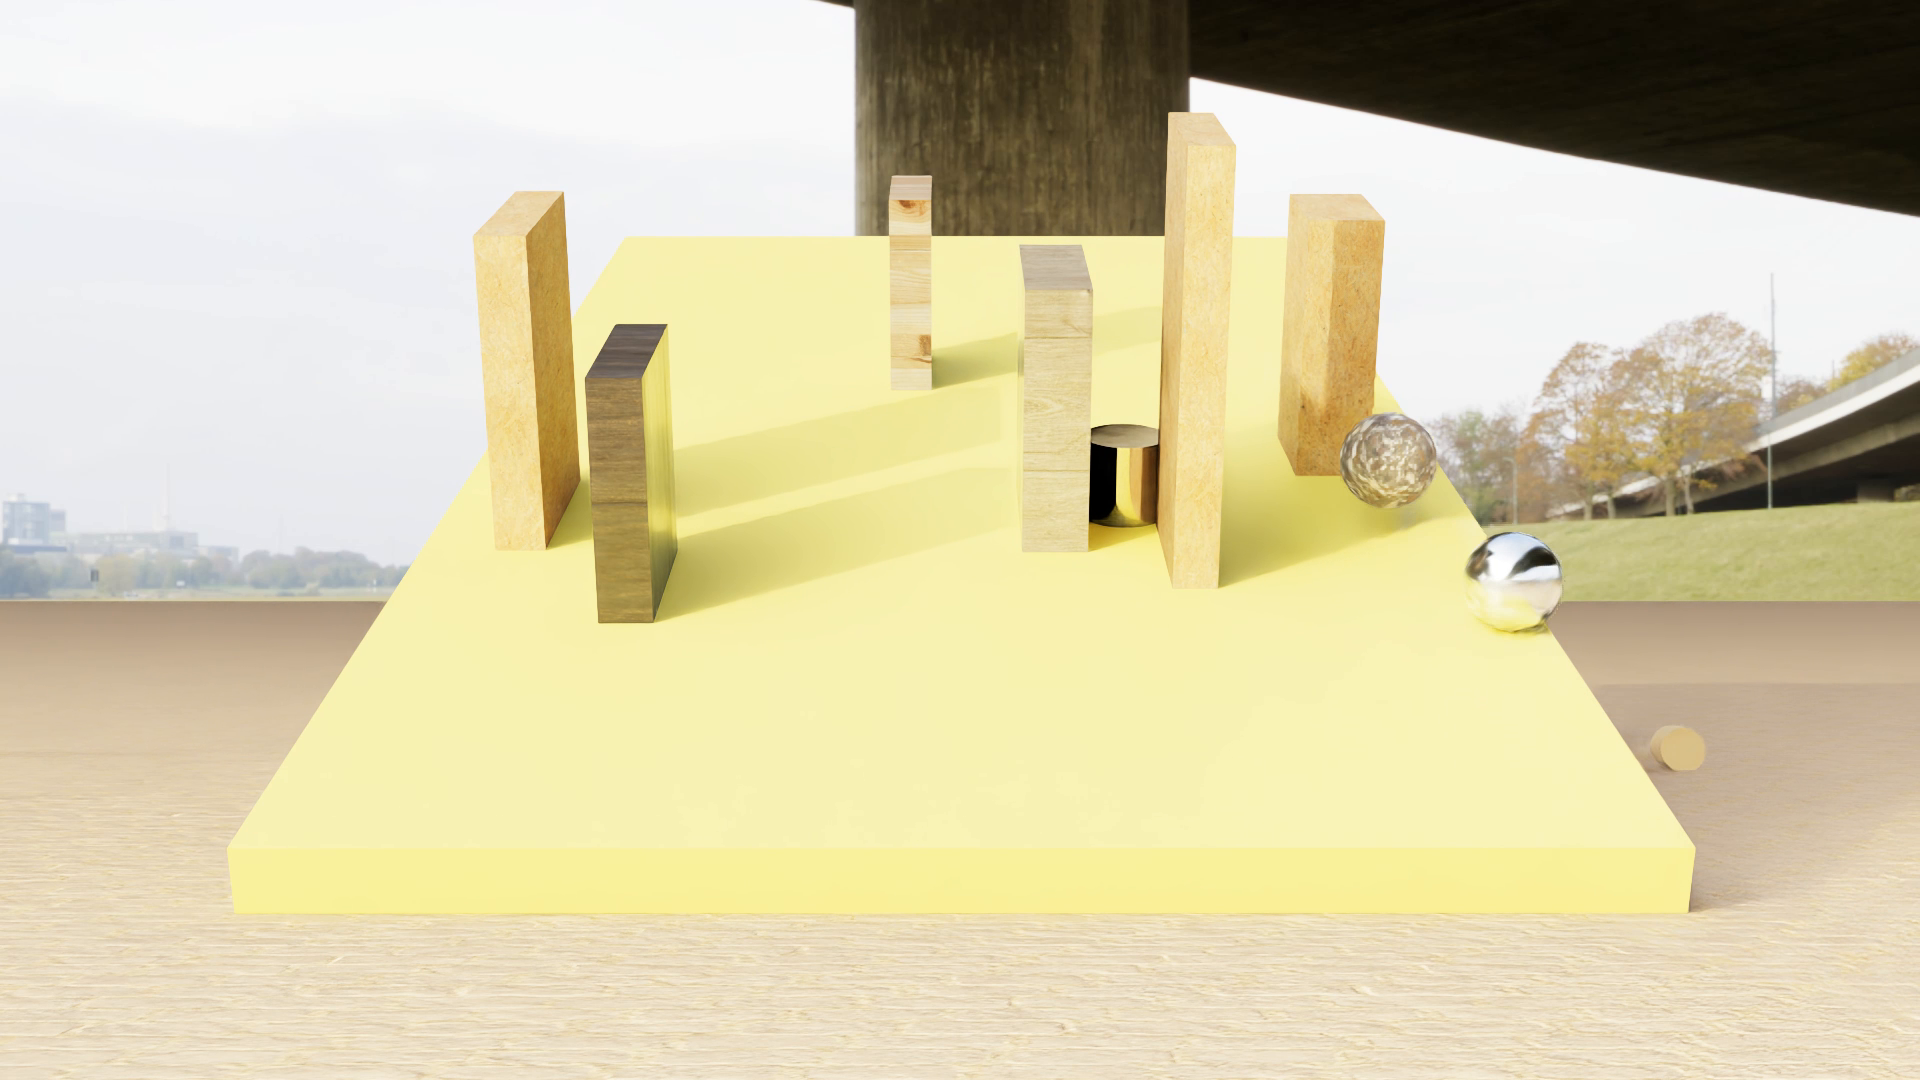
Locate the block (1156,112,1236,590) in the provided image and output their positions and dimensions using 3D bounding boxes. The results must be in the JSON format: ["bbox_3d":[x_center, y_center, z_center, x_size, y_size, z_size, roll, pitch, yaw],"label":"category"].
[{"bbox_3d":[0.418,-0.343,4.051,0.081,0.787,0.356,0,20,0],"label":"block"}]

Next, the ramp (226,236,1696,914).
[{"bbox_3d":[-0.005,-0.203,4.979,2.000,0.100,4.000,0,20,0],"label":"ramp"}]

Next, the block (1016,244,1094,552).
[{"bbox_3d":[0.176,-0.276,4.293,0.122,0.497,0.385,0,20,0],"label":"block"}]

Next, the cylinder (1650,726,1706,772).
[{"bbox_3d":[1.794,0.520,5.644,0.110,0.110,0.110,0,-1,3],"label":"cylinder"}]

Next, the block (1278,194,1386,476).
[{"bbox_3d":[0.763,-0.427,4.672,0.150,0.529,0.280,0,20,0],"label":"block"}]

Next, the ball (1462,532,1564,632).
[{"bbox_3d":[0.932,0.070,3.815,0.168,0.168,0.168,0,-1,0],"label":"ball"}]

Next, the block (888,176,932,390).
[{"bbox_3d":[-0.114,-0.605,5.297,0.094,0.445,0.294,0,20,0],"label":"block"}]

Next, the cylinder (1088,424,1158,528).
[{"bbox_3d":[0.317,-0.125,4.373,0.160,0.160,0.160,0,20,0],"label":"cylinder"}]

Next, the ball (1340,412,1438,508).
[{"bbox_3d":[0.819,-0.152,4.325,0.184,0.184,0.184,0,-1,0],"label":"ball"}]

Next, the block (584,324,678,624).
[{"bbox_3d":[-0.571,-0.123,3.955,0.094,0.433,0.366,0,20,0],"label":"block"}]

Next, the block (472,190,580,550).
[{"bbox_3d":[-0.817,-0.330,4.299,0.093,0.592,0.422,0,20,0],"label":"block"}]
